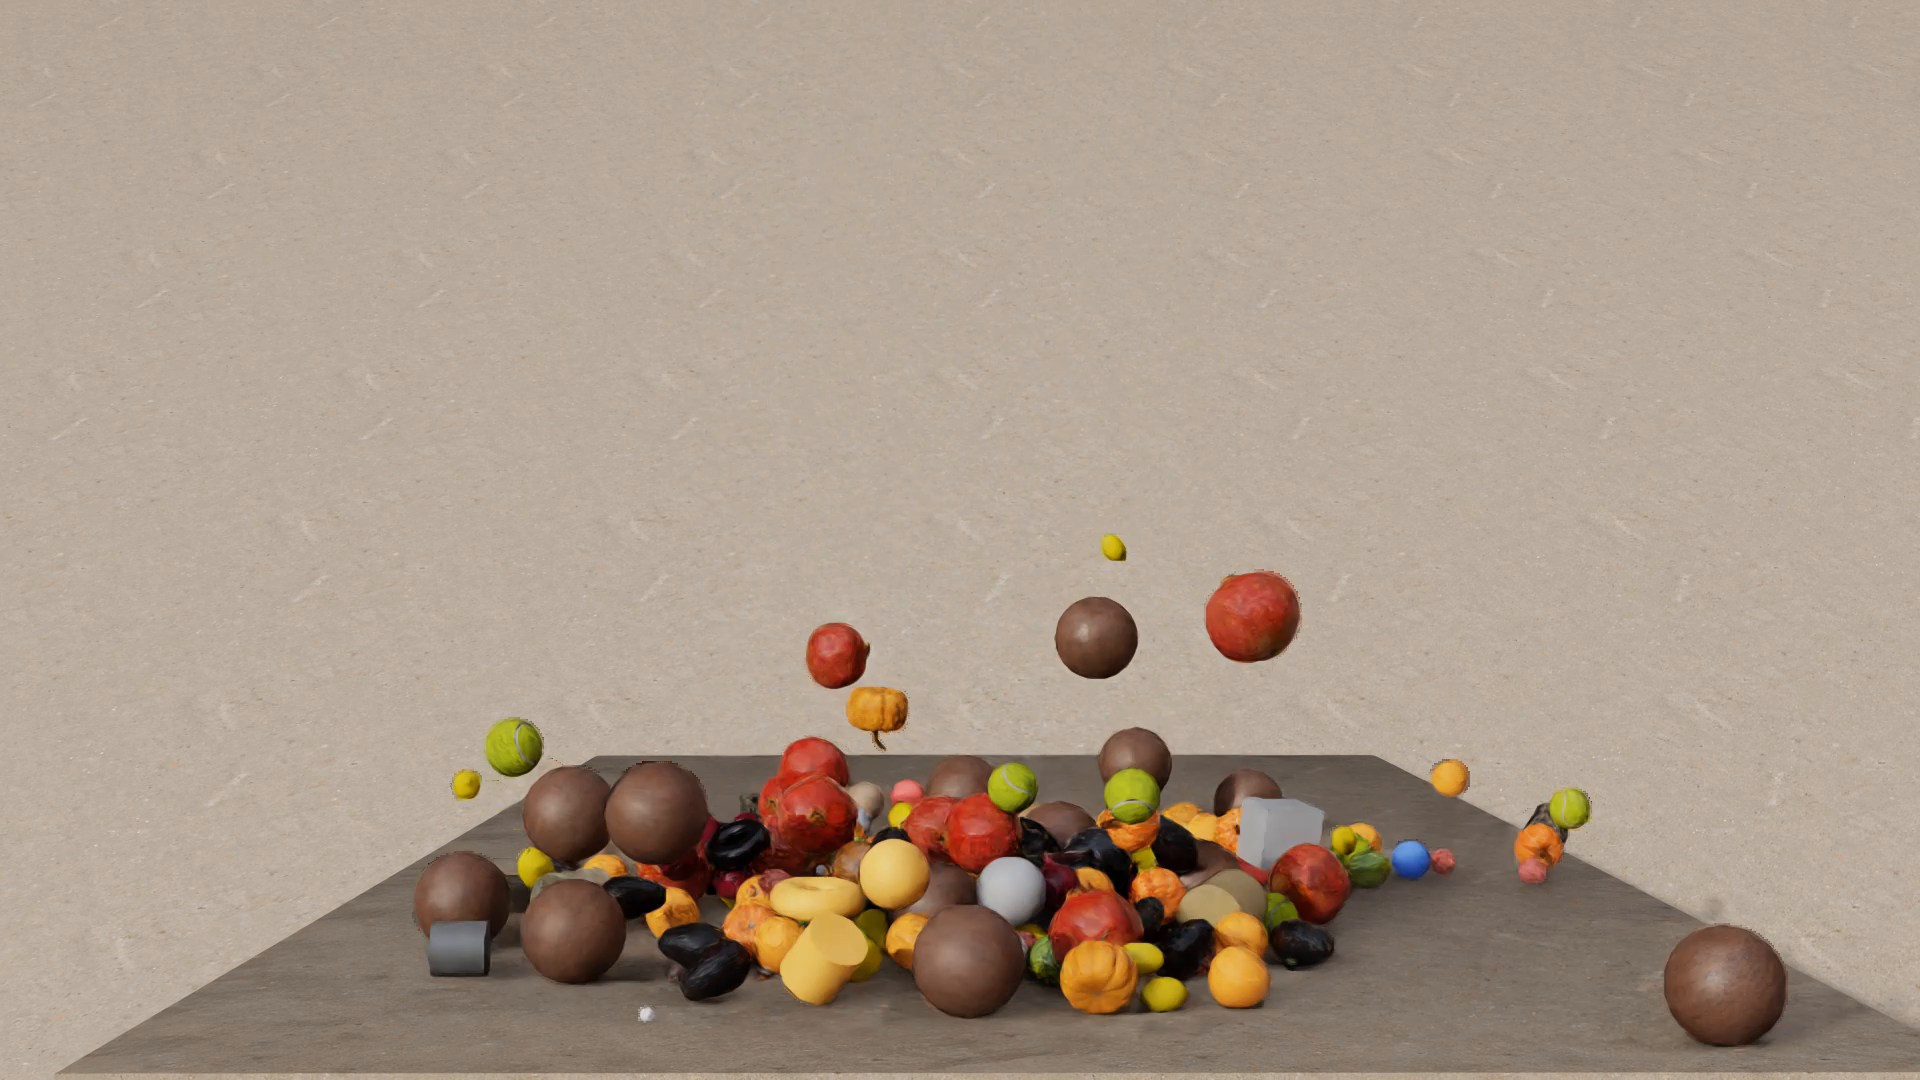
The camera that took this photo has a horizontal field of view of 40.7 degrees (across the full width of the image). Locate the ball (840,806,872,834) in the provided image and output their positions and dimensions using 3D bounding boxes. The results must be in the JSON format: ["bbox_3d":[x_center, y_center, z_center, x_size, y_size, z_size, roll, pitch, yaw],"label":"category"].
[{"bbox_3d":[-0.193,0.521,4.774,0.059,0.059,0.059,0,30,0],"label":"ball"}]

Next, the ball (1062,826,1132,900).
[{"bbox_3d":[0.186,0.445,3.563,0.099,0.099,0.099,0,30,0],"label":"ball"}]

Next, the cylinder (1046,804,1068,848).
[{"bbox_3d":[0.144,0.481,4.252,0.069,0.069,0.069,0,57,0],"label":"cylinder"}]

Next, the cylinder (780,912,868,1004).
[{"bbox_3d":[-0.160,0.492,3.044,0.076,0.076,0.076,23,36,-18],"label":"cylinder"}]

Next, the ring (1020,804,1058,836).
[{"bbox_3d":[0.102,0.485,4.117,0.050,0.149,0.149,34,30,-9],"label":"ring"}]

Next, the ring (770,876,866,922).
[{"bbox_3d":[-0.182,0.461,3.322,0.124,0.041,0.124,2,5,0],"label":"ring"}]

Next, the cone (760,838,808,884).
[{"bbox_3d":[-0.269,0.533,4.176,0.077,0.077,0.077,32,15,-31],"label":"cone"}]

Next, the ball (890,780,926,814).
[{"bbox_3d":[-0.105,0.517,5.211,0.070,0.070,0.070,0,30,0],"label":"ball"}]

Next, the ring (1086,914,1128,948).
[{"bbox_3d":[0.166,0.525,3.434,0.117,0.117,0.039,-7,75,-12],"label":"ring"}]

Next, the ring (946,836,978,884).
[{"bbox_3d":[0.004,0.510,4.125,0.026,0.078,0.078,-16,33,-33],"label":"ring"}]

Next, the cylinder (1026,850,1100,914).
[{"bbox_3d":[0.138,0.461,3.474,0.085,0.085,0.085,-6,29,12],"label":"cylinder"}]

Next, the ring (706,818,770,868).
[{"bbox_3d":[-0.318,0.435,3.704,0.098,0.033,0.098,-17,25,8],"label":"ring"}]

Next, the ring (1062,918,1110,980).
[{"bbox_3d":[0.156,0.510,3.229,0.026,0.079,0.079,-9,30,-37],"label":"ring"}]

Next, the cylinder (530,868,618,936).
[{"bbox_3d":[-0.540,0.506,3.622,0.086,0.086,0.086,25,14,36],"label":"cylinder"}]

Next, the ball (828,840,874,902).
[{"bbox_3d":[-0.133,0.436,3.404,0.081,0.081,0.081,0,30,0],"label":"ball"}]

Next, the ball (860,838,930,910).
[{"bbox_3d":[-0.080,0.410,3.169,0.087,0.087,0.087,0,30,0],"label":"ball"}]

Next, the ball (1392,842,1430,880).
[{"bbox_3d":[0.731,0.519,4.192,0.062,0.062,0.062,0,30,0],"label":"ball"}]

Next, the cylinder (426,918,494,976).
[{"bbox_3d":[-0.631,0.515,3.266,0.069,0.069,0.069,11,26,-20],"label":"cylinder"}]

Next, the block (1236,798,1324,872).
[{"bbox_3d":[0.472,0.435,3.823,0.090,0.090,0.090,5,5,-17],"label":"block"}]

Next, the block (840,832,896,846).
[{"bbox_3d":[-0.151,0.517,4.252,0.067,0.067,0.067,0,0,29],"label":"block"}]

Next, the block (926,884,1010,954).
[{"bbox_3d":[0.011,0.509,3.484,0.080,0.080,0.080,0,0,36],"label":"block"}]

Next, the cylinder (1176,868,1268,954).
[{"bbox_3d":[0.347,0.491,3.424,0.093,0.093,0.093,15,13,24],"label":"cylinder"}]

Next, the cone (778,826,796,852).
[{"bbox_3d":[-0.268,0.532,4.294,0.083,0.083,0.083,1,26,2],"label":"cone"}]

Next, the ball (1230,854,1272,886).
[{"bbox_3d":[0.459,0.516,4.074,0.067,0.067,0.067,0,30,0],"label":"ball"}]

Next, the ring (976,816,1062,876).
[{"bbox_3d":[0.087,0.465,3.718,0.147,0.147,0.049,17,29,27],"label":"ring"}]

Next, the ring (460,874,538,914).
[{"bbox_3d":[-0.678,0.528,3.859,0.135,0.045,0.135,1,1,0],"label":"ring"}]

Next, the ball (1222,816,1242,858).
[{"bbox_3d":[0.487,0.508,4.382,0.086,0.086,0.086,0,30,0],"label":"ball"}]

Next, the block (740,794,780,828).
[{"bbox_3d":[-0.386,0.522,4.992,0.060,0.060,0.060,0,0,-32],"label":"block"}]

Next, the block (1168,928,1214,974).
[{"bbox_3d":[0.293,0.521,3.280,0.052,0.052,0.052,0,-3,1],"label":"block"}]

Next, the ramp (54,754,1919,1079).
[{"bbox_3d":[0.067,0.601,4.662,2.000,0.100,4.000,0,0,0],"label":"ramp"}]

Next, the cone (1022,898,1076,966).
[{"bbox_3d":[0.097,0.527,3.342,0.093,0.093,0.093,22,40,33],"label":"cone"}]

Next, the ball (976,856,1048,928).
[{"bbox_3d":[0.065,0.443,3.261,0.090,0.090,0.090,0,30,0],"label":"ball"}]

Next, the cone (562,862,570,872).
[{"bbox_3d":[-0.571,0.509,3.759,0.083,0.083,0.083,0,0,0],"label":"cone"}]

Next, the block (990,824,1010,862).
[{"bbox_3d":[0.079,0.500,4.218,0.057,0.057,0.057,0,66,-4],"label":"block"}]

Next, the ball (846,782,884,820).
[{"bbox_3d":[-0.187,0.513,5.082,0.078,0.078,0.078,0,30,0],"label":"ball"}]

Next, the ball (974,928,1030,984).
[{"bbox_3d":[0.052,0.515,3.209,0.067,0.067,0.067,0,30,0],"label":"ball"}]

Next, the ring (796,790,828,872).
[{"bbox_3d":[-0.243,0.477,4.240,0.046,0.137,0.137,2,30,1],"label":"ring"}]
